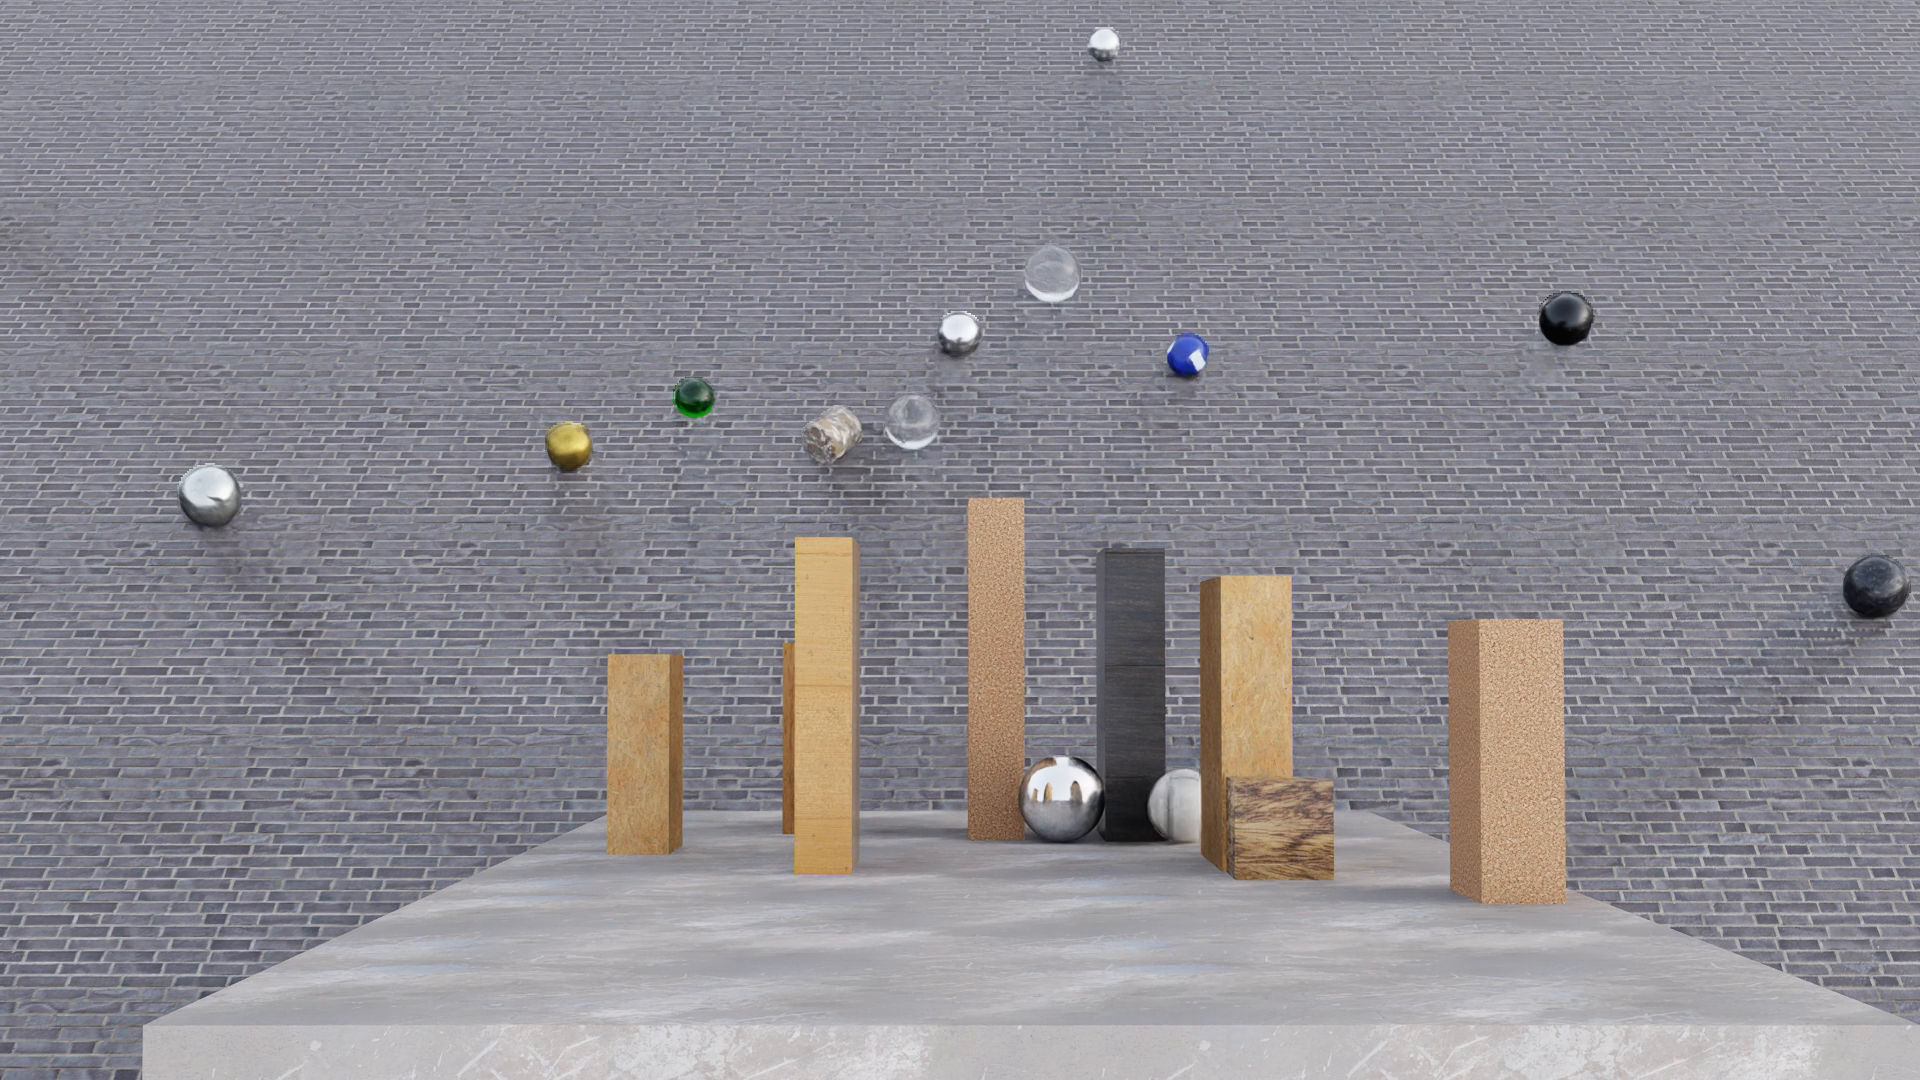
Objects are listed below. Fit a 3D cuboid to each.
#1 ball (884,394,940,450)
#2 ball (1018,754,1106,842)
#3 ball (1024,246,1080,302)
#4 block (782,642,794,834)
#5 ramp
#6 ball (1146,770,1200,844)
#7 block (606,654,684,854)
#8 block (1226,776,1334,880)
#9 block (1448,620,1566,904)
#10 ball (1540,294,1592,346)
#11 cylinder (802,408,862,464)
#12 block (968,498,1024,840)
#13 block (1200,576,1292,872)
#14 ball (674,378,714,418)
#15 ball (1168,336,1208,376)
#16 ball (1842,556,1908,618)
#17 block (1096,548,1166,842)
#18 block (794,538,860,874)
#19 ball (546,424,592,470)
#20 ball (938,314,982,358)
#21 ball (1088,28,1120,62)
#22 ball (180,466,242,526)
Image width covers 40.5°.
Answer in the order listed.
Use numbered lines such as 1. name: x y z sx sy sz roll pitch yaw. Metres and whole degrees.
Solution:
1. ball: -0.154 -0.380 8.369 0.178 0.178 0.178 0 37 0
2. ball: 0.226 0.574 5.783 0.195 0.195 0.195 0 37 0
3. ball: 0.323 -0.927 9.082 0.198 0.198 0.198 0 37 0
4. block: -0.363 0.469 6.237 0.097 0.443 0.400 0 -3 0
5. ramp: 0.081 0.683 4.921 2.000 0.100 4.000 0 -3 0
6. ball: 0.493 0.586 5.715 0.164 0.164 0.164 0 37 0
7. block: -0.671 0.453 5.558 0.129 0.417 0.269 0 -3 0
8. block: 0.601 0.541 4.898 0.182 0.182 0.182 0 -3 1
9. block: 0.942 0.376 4.494 0.141 0.476 0.280 0 -3 0
10. ball: 2.064 -0.749 8.862 0.178 0.178 0.178 0 37 0
11. cylinder: -0.408 -0.335 8.343 0.137 0.137 0.137 24 43 28
12. block: 0.082 0.299 6.059 0.126 0.768 0.423 0 -3 0
13. block: 0.571 0.362 5.219 0.136 0.567 0.441 0 -3 0
14. ball: -0.869 -0.463 8.520 0.130 0.130 0.130 0 37 0
15. ball: 0.763 -0.617 8.721 0.136 0.136 0.136 0 37 0
16. ball: 2.701 0.139 7.673 0.184 0.184 0.184 0 37 0
17. block: 0.391 0.353 5.982 0.135 0.654 0.364 0 -3 0
18. block: -0.259 0.323 5.133 0.109 0.639 0.386 0 -3 0
19. ball: -1.243 -0.296 8.284 0.146 0.146 0.146 0 37 0
20. ball: -0.001 -0.693 8.813 0.147 0.147 0.147 0 37 0
21. ball: 0.588 -2.013 10.585 0.131 0.131 0.131 0 37 0
22. ball: -2.314 -0.135 8.035 0.187 0.187 0.187 0 37 0
